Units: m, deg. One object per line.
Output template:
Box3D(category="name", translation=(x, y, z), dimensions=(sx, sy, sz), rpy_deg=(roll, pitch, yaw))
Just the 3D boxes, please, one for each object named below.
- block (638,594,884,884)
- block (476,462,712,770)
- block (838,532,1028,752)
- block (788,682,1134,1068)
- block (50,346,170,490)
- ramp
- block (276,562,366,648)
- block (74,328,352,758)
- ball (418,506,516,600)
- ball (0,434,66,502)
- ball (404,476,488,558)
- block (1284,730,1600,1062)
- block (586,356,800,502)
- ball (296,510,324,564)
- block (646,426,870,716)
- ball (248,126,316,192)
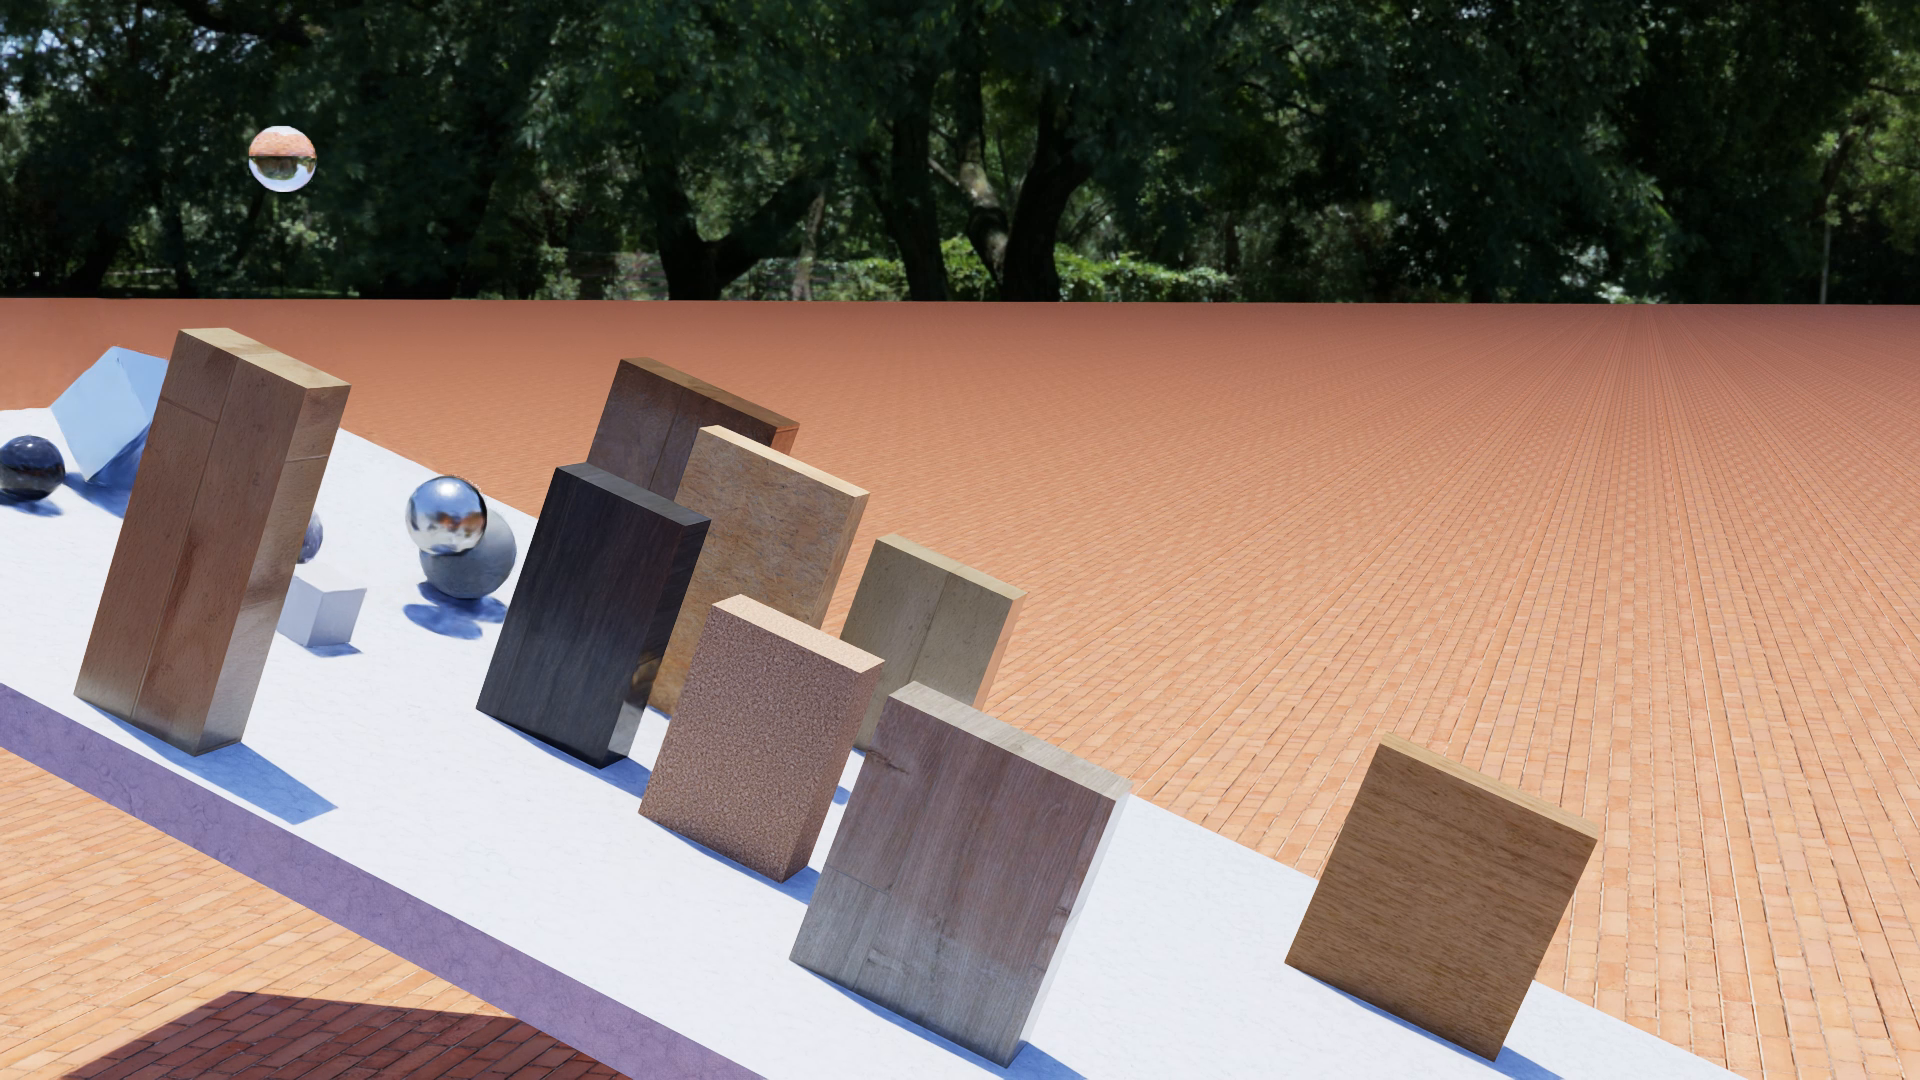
Box3D(category="block", translation=(-0.352, 0.348, 3.884), dimensions=(0.293, 0.409, 0.129), rpy_deg=(24, 13, 13))
Box3D(category="block", translation=(-0.678, 0.138, 4.061), dimensions=(0.272, 0.489, 0.118), rpy_deg=(24, 13, 13))
Box3D(category="block", translation=(-0.091, 0.252, 4.646), dimensions=(0.320, 0.434, 0.112), rpy_deg=(24, 13, 13))
Box3D(category="block", translation=(0.000, 0.532, 3.521), dimensions=(0.395, 0.477, 0.130), rpy_deg=(24, 13, 13))
Box3D(category="block", translation=(-1.677, -0.240, 4.479), dimensions=(0.197, 0.197, 0.197), rpy_deg=(-38, -20, 16))
Box3D(category="ramp", translation=(-0.316, 0.566, 4.200), dimensions=(4.000, 0.100, 2.000), rpy_deg=(24, 13, 13))
Box3D(category="block", translation=(-1.212, 0.122, 4.129), dimensions=(0.116, 0.116, 0.116), rpy_deg=(26, 14, 23))
Box3D(category="block", translation=(-1.189, 0.002, 3.491), dimensions=(0.241, 0.628, 0.122), rpy_deg=(24, 13, 13))
Box3D(category="ball", translation=(-1.036, 0.023, 4.629), dimensions=(0.202, 0.202, 0.202), rpy_deg=(0, 7, 0))
Box3D(category="ball", translation=(-1.801, -0.139, 4.255), dimensions=(0.129, 0.129, 0.129), rpy_deg=(0, 7, 0))
Box3D(category="ball", translation=(-1.042, -0.047, 4.460), dimensions=(0.164, 0.164, 0.164), rpy_deg=(0, 7, 0))
Box3D(category="block", translation=(0.941, 0.695, 4.313), dimensions=(0.442, 0.489, 0.122), rpy_deg=(24, 13, 13))
Box3D(category="block", translation=(-0.656, -0.106, 5.066), dimensions=(0.408, 0.512, 0.142), rpy_deg=(24, 13, 13))
Box3D(category="ball", translation=(-1.351, -0.013, 4.406), dimensions=(0.146, 0.146, 0.146), rpy_deg=(0, 7, 0))
Box3D(category="block", translation=(-0.444, 0.101, 4.408), dimensions=(0.349, 0.568, 0.093), rpy_deg=(24, 13, 13))
Box3D(category="ball", translation=(-1.418, -0.798, 4.603), dimensions=(0.137, 0.137, 0.137), rpy_deg=(0, 7, 0))
